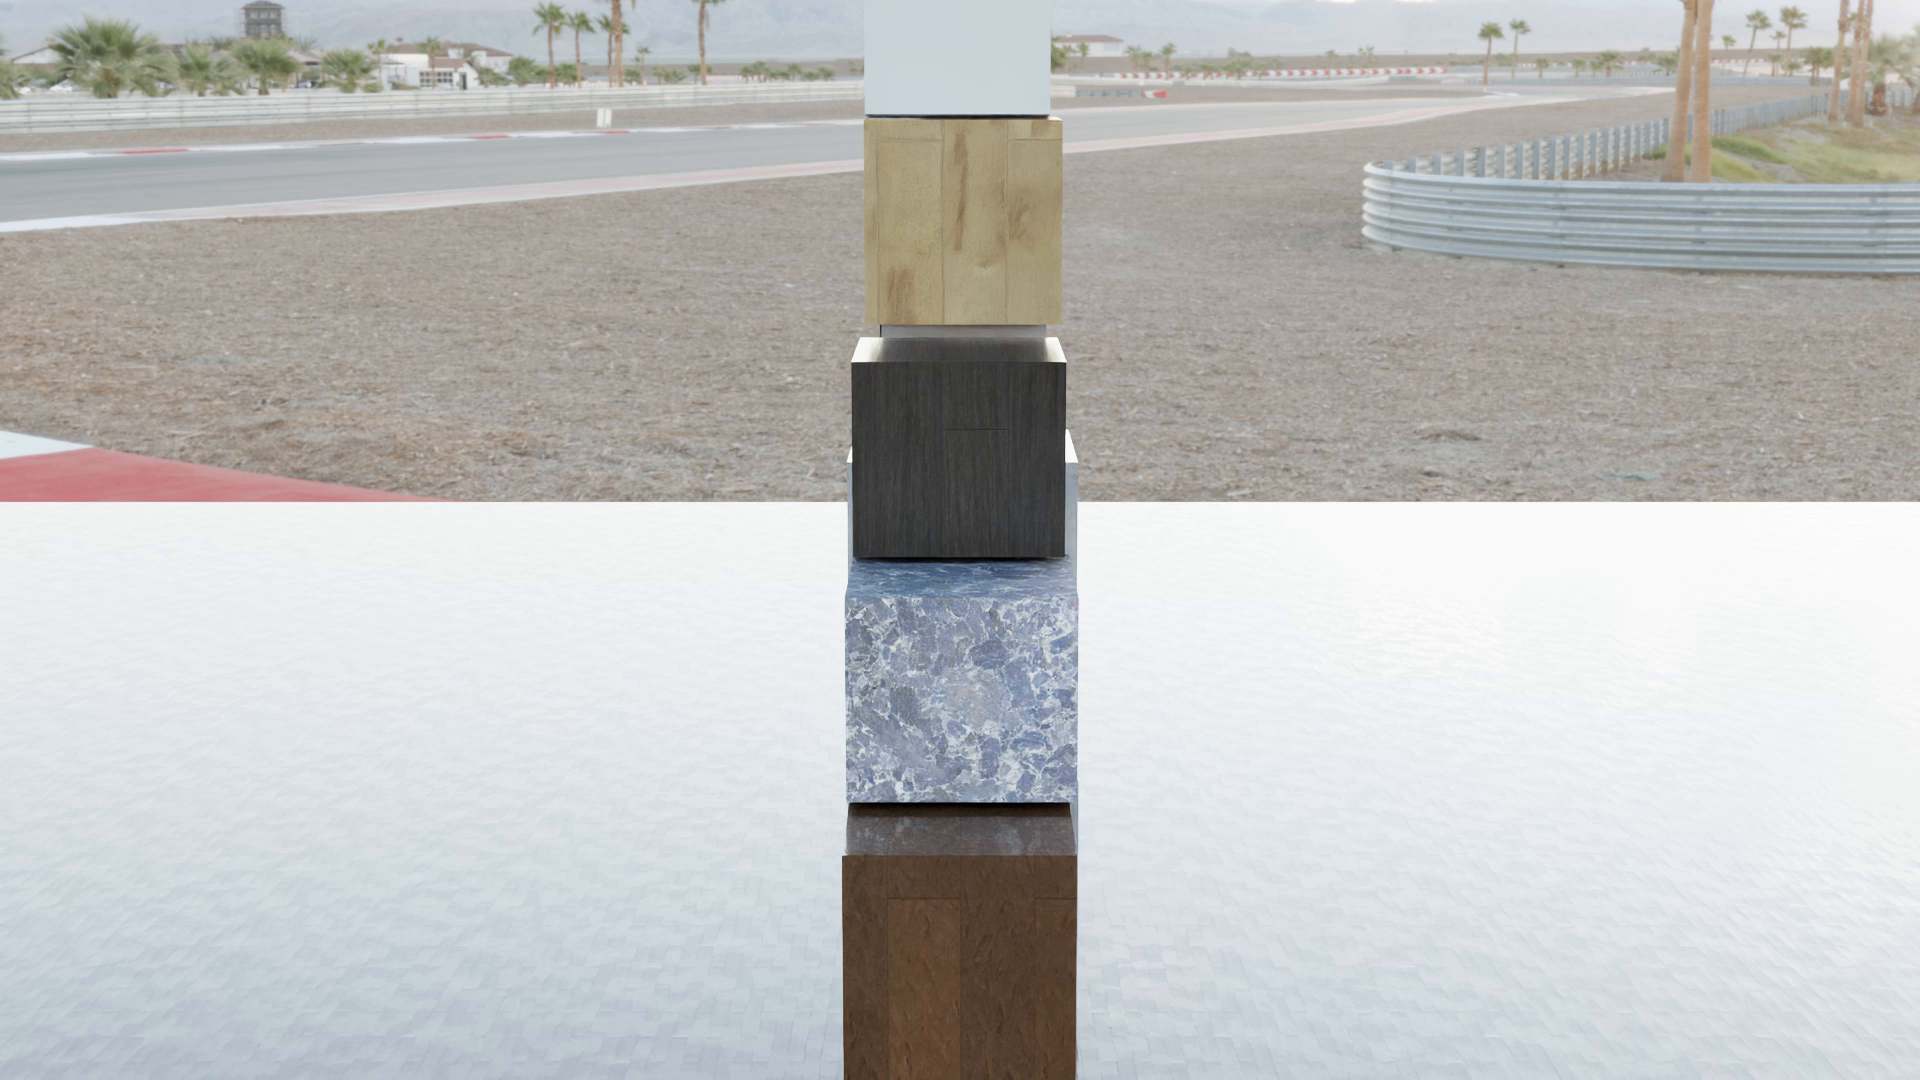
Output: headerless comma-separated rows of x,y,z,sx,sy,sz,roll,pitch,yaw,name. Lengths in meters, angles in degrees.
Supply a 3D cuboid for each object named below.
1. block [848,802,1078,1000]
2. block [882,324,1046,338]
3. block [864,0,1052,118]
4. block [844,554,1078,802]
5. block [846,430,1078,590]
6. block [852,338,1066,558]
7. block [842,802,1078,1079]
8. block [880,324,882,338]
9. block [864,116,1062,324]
0.012,1.281,9.921,0.855,0.930,0.744,0,10,0,block
0.016,-0.673,10.799,0.671,0.599,0.668,0,10,0,block
-0.009,-2.185,10.802,0.758,0.804,0.759,0,8,0,block
0.006,0.497,9.544,0.828,0.748,0.843,0,10,0,block
0.010,0.007,11.083,0.949,0.840,0.976,0,10,0,block
-0.004,-0.379,10.052,0.801,0.739,0.886,0,10,0,block
-0.002,1.436,9.146,0.795,0.903,0.819,0,10,0,block
0.001,-0.798,12.160,0.736,0.624,0.736,0,11,0,block
0.013,-1.308,10.401,0.771,0.792,0.793,0,10,0,block
